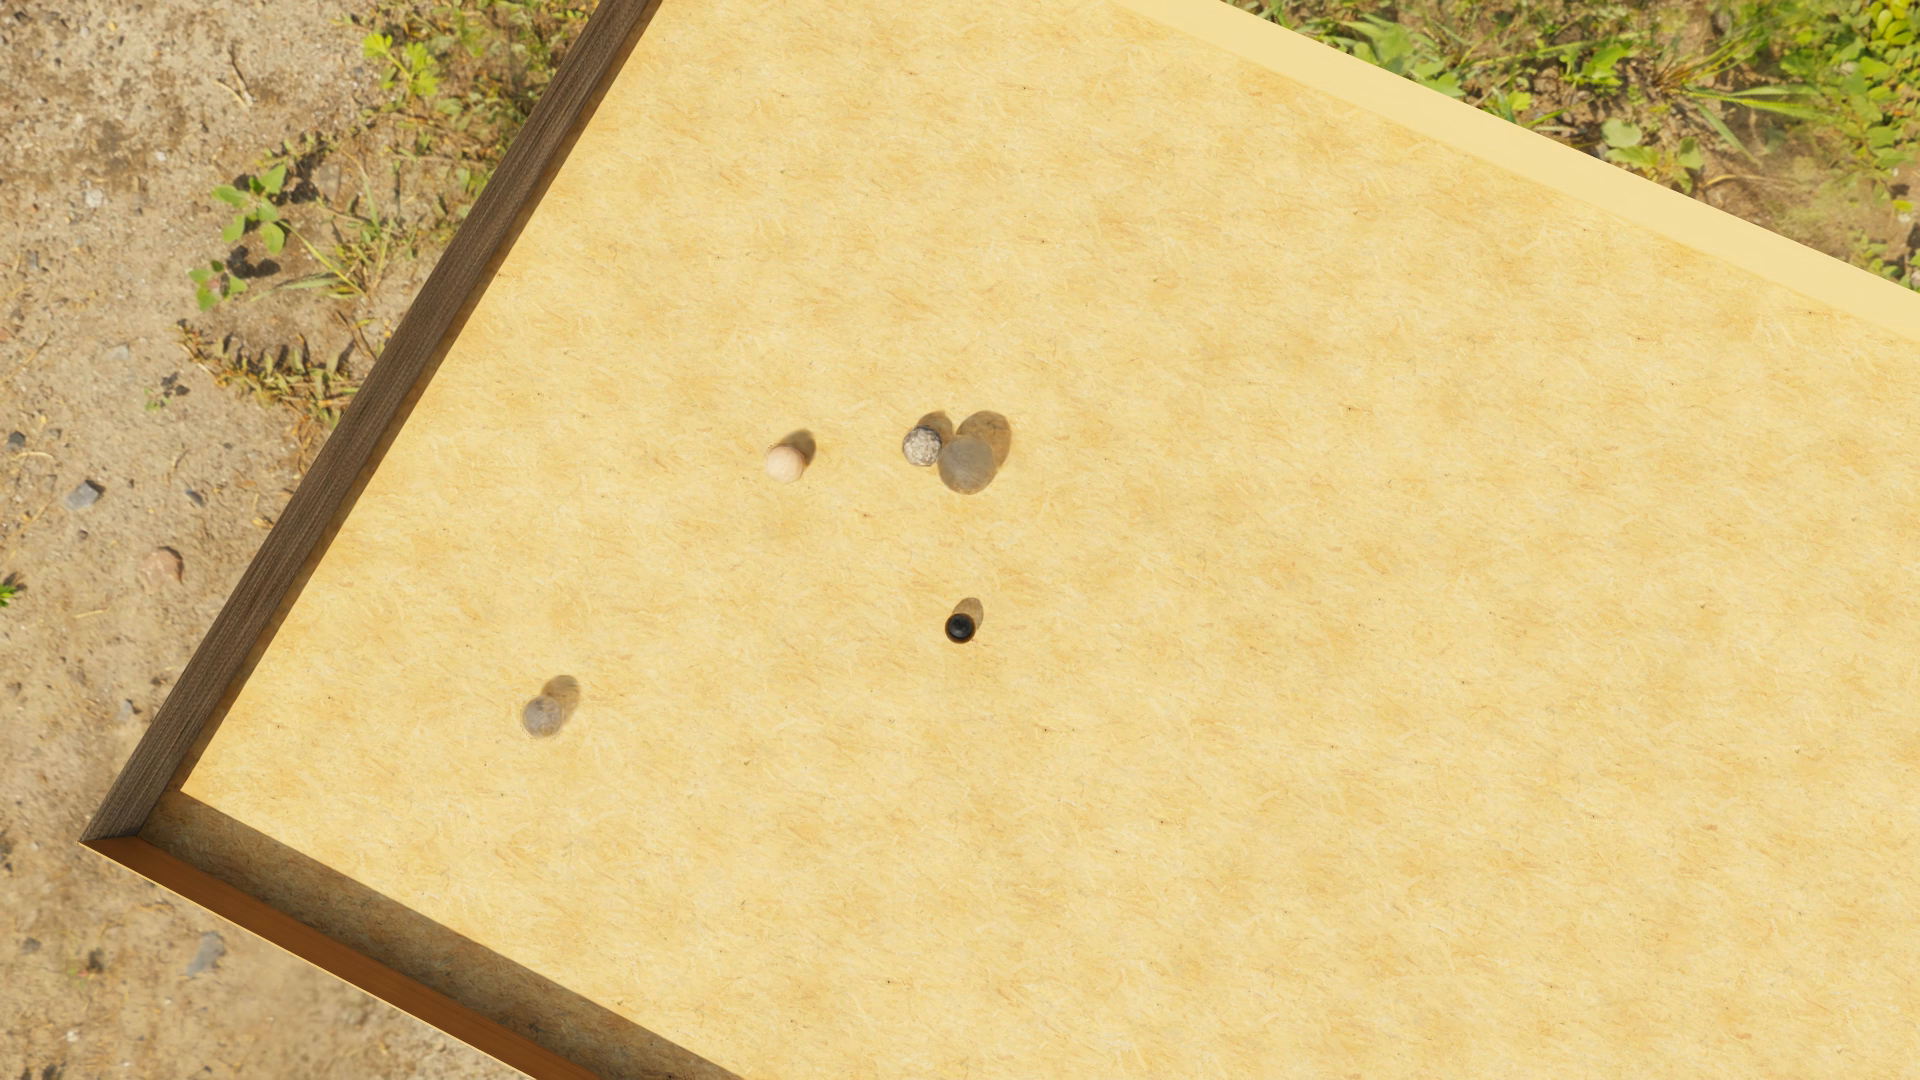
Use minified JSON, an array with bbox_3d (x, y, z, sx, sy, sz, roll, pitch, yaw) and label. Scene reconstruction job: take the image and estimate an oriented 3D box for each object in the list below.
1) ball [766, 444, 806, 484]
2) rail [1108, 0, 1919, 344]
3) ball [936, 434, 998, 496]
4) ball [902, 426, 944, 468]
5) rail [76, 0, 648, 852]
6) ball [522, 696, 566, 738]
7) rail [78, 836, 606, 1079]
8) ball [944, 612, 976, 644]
[{"bbox_3d":[-0.275,-0.119,3.453,0.063,0.063,0.063,0,72,0],"label":"ball"},{"bbox_3d":[1.264,-0.454,3.532,3.716,0.123,0.045,25,73,8],"label":"rail"},{"bbox_3d":[0.011,-0.117,3.436,0.095,0.095,0.095,0,72,0],"label":"ball"},{"bbox_3d":[-0.059,-0.146,3.461,0.065,0.065,0.065,0,72,0],"label":"ball"},{"bbox_3d":[-0.813,-0.387,3.509,0.045,0.123,2.002,25,73,8],"label":"rail"},{"bbox_3d":[-0.629,0.267,3.323,0.065,0.065,0.065,0,72,0],"label":"ball"},{"bbox_3d":[0.404,1.211,2.976,3.716,0.123,0.045,25,73,8],"label":"rail"},{"bbox_3d":[0.000,0.136,3.375,0.050,0.050,0.050,0,72,0],"label":"ball"}]
